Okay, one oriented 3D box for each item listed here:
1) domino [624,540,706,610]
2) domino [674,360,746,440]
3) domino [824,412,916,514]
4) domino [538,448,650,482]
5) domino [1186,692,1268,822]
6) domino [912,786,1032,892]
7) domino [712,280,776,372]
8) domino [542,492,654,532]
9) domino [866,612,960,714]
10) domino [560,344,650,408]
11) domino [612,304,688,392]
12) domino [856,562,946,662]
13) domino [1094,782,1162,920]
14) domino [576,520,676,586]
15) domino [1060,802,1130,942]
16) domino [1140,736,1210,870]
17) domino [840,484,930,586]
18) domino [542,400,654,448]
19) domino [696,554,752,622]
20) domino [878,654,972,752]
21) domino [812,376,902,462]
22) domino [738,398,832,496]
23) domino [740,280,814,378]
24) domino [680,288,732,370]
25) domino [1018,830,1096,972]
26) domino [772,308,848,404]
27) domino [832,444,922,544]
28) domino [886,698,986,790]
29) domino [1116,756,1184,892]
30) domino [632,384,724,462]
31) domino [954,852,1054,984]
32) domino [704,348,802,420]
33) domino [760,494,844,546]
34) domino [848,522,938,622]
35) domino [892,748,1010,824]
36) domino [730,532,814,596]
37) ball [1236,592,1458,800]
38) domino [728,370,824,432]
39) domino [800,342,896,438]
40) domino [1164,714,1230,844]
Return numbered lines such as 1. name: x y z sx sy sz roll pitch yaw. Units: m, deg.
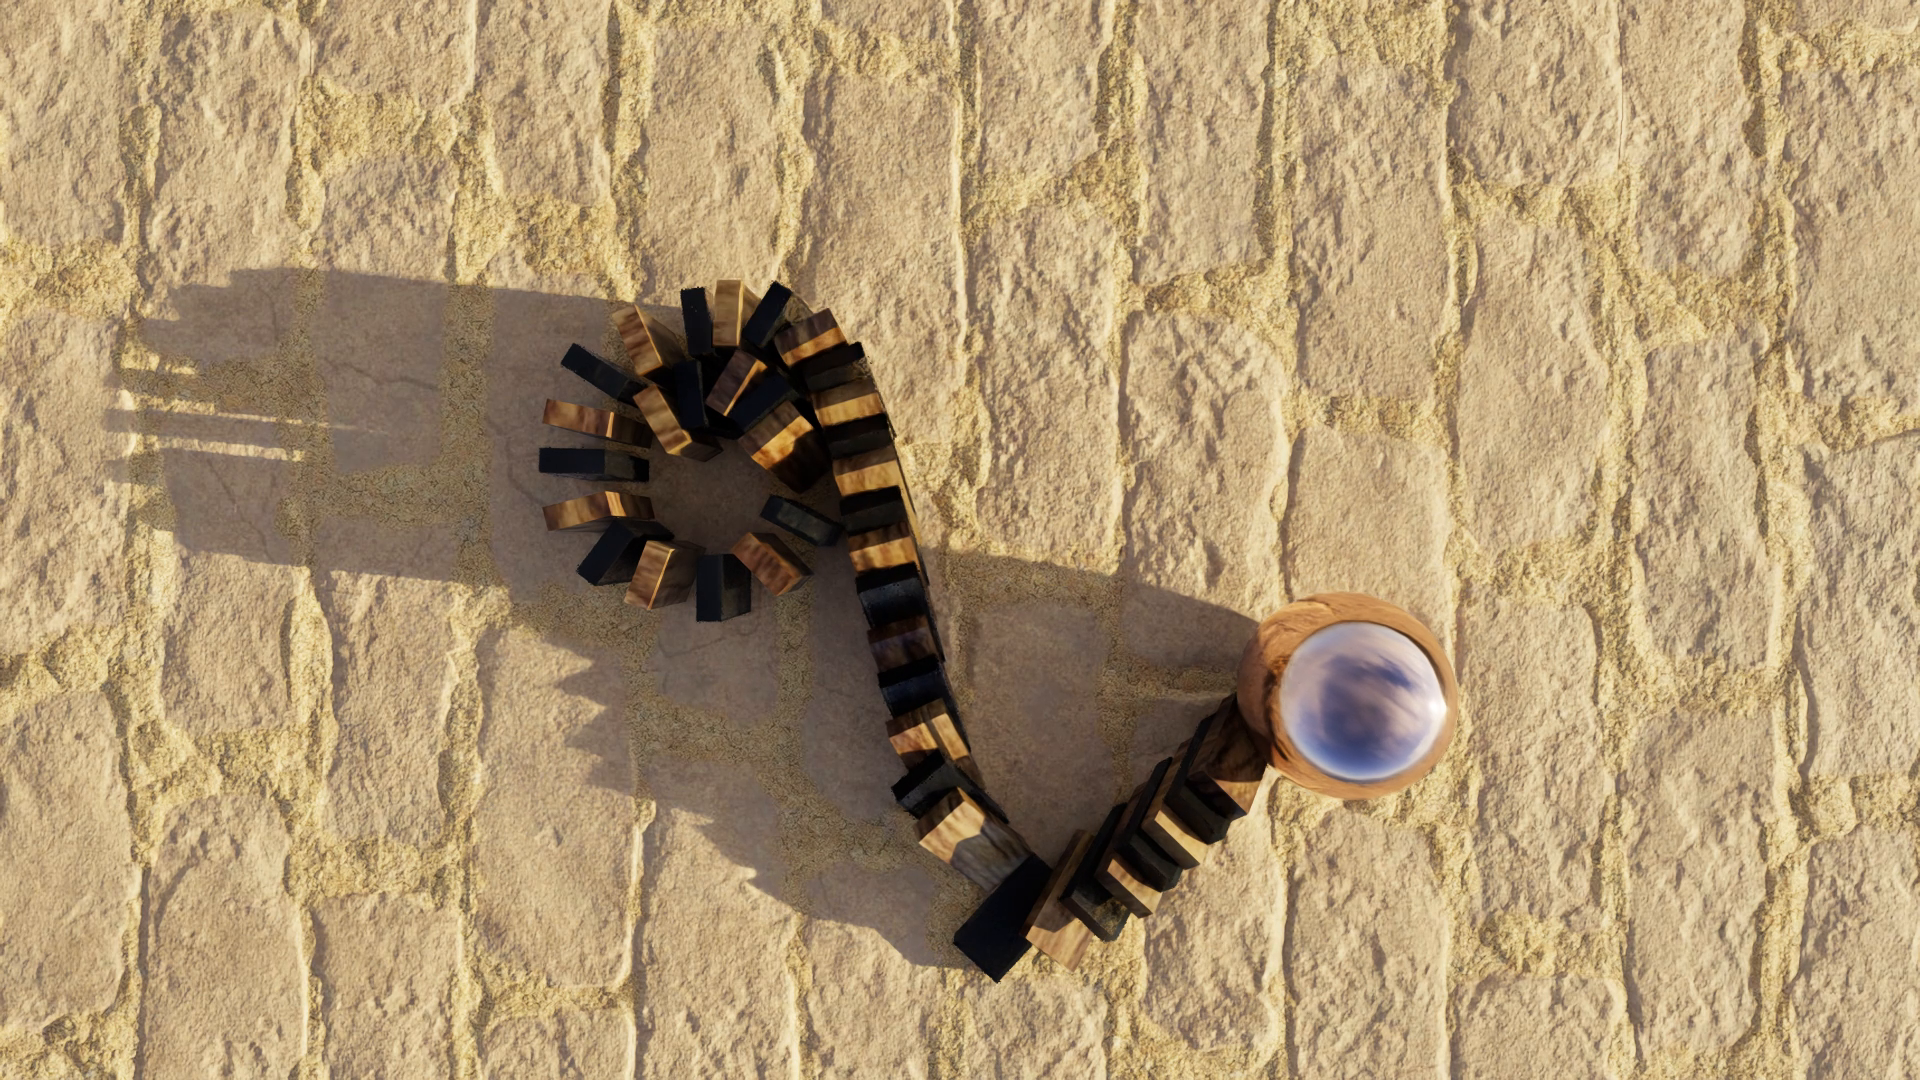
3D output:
1. domino: -0.120 0.014 0.375 0.010 0.050 0.025 21 90 0
2. domino: -0.100 -0.056 0.375 0.009 0.050 0.025 -7 90 9
3. domino: -0.036 -0.028 0.378 0.025 0.050 0.009 -15 47 0
4. domino: -0.148 -0.030 0.375 0.025 0.050 0.010 1 90 0
5. domino: 0.114 0.088 0.379 0.025 0.050 0.010 45 134 0
6. domino: 0.006 0.125 0.382 0.025 0.010 0.050 -43 123 2
7. domino: -0.086 -0.086 0.374 0.010 0.050 0.025 3 88 6
8. domino: -0.146 -0.011 0.375 0.025 0.050 0.010 -14 90 0
9. domino: -0.019 0.056 0.383 0.025 0.009 0.050 -17 122 0
10. domino: -0.140 -0.065 0.375 0.025 0.050 0.010 33 90 0
11. domino: -0.124 -0.077 0.375 0.009 0.050 0.025 -24 90 0
12. domino: -0.024 0.034 0.381 0.025 0.010 0.050 -15 128 0
13. domino: 0.076 0.127 0.379 0.025 0.009 0.050 43 45 0
14. domino: -0.136 0.005 0.375 0.009 0.050 0.025 37 90 0
15. domino: 0.064 0.137 0.381 0.025 0.010 0.050 43 52 0
16. domino: 0.095 0.108 0.379 0.025 0.009 0.050 44 45 0
17. domino: -0.031 0.002 0.380 0.025 0.009 0.050 -15 132 0
18. domino: -0.146 -0.047 0.375 0.025 0.050 0.009 12 90 0
19. domino: -0.096 0.019 0.375 0.009 0.050 0.025 1 90 0
20. domino: -0.014 0.072 0.382 0.025 0.009 0.050 -19 124 -1
21. domino: -0.041 -0.042 0.378 0.025 0.050 0.009 -17 51 0
22. domino: -0.068 -0.037 0.375 0.025 0.050 0.009 -40 71 0
23. domino: -0.069 -0.083 0.375 0.010 0.050 0.025 32 90 13
24. domino: -0.100 -0.084 0.375 0.010 0.050 0.025 -8 90 1
25. domino: 0.049 0.151 0.386 0.025 0.009 0.050 37 69 -5
26. domino: -0.055 -0.072 0.375 0.025 0.050 0.009 -28 69 0
27. domino: -0.033 -0.015 0.378 0.025 0.050 0.010 -15 47 0
28. domino: -0.009 0.090 0.382 0.025 0.009 0.050 -24 124 0
29. domino: 0.085 0.117 0.379 0.025 0.010 0.050 43 45 0
30. domino: -0.114 -0.047 0.375 0.010 0.050 0.025 -32 90 1
31. domino: 0.024 0.162 0.395 0.025 0.010 0.050 43 90 0
32. domino: -0.083 -0.058 0.375 0.010 0.050 0.025 31 90 11
33. domino: -0.063 -0.007 0.375 0.025 0.050 0.010 28 90 0
34. domino: -0.027 0.017 0.380 0.025 0.010 0.050 -15 131 0
35. domino: -0.003 0.111 0.383 0.025 0.009 0.050 -40 123 0
36. domino: -0.076 0.009 0.375 0.009 0.050 0.025 -45 90 0
37. ball: 0.150 0.060 0.360 0.080 0.080 0.080 0 90 0
38. domino: -0.073 -0.049 0.375 0.025 0.050 0.009 -41 77 0
39. domino: -0.045 -0.057 0.377 0.025 0.050 0.010 -20 56 0
40. domino: 0.104 0.098 0.379 0.025 0.050 0.010 44 134 0
